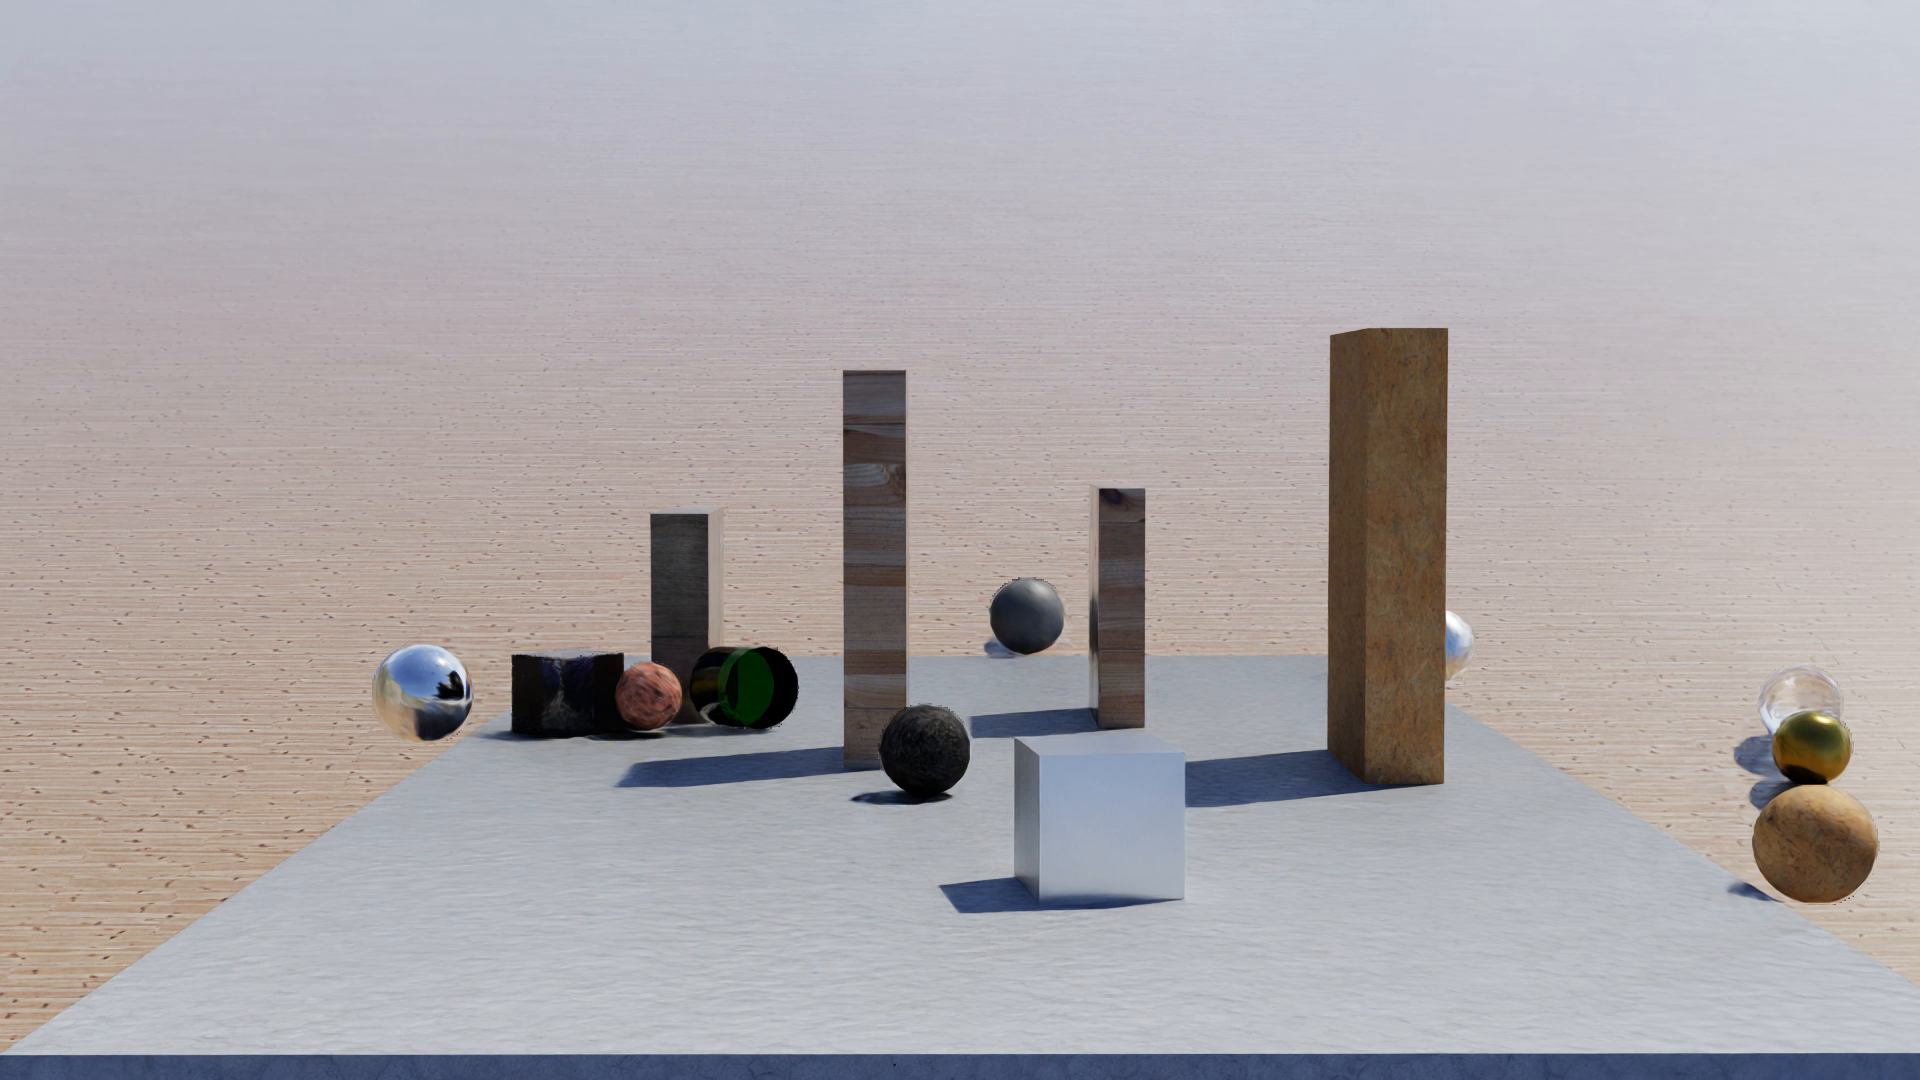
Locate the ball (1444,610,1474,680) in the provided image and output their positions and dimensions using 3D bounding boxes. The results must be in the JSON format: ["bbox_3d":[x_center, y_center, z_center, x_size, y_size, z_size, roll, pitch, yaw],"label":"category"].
[{"bbox_3d":[1.123,0.248,6.033,0.167,0.167,0.167,0,21,0],"label":"ball"}]

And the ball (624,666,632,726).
[{"bbox_3d":[-0.635,0.310,5.096,0.122,0.122,0.122,0,21,0],"label":"ball"}]

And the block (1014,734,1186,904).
[{"bbox_3d":[0.182,0.365,3.397,0.191,0.191,0.191,0,3,-8],"label":"block"}]

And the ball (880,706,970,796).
[{"bbox_3d":[-0.056,0.344,4.204,0.148,0.148,0.148,0,21,0],"label":"ball"}]

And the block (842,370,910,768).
[{"bbox_3d":[-0.150,0.045,4.656,0.110,0.699,0.296,0,3,0],"label":"block"}]

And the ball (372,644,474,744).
[{"bbox_3d":[-1.106,0.317,5.300,0.204,0.204,0.204,0,21,0],"label":"ball"}]

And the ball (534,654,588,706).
[{"bbox_3d":[-0.844,0.297,5.447,0.111,0.111,0.111,0,21,0],"label":"ball"}]

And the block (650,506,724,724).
[{"bbox_3d":[-0.561,0.149,5.319,0.116,0.421,0.344,0,3,0],"label":"block"}]

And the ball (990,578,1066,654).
[{"bbox_3d":[0.173,0.197,6.616,0.194,0.194,0.194,0,21,0],"label":"ball"}]

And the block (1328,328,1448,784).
[{"bbox_3d":[0.748,0.017,4.530,0.134,0.766,0.438,0,3,0],"label":"block"}]

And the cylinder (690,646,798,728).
[{"bbox_3d":[-0.426,0.289,5.063,0.158,0.158,0.158,-14,7,-32],"label":"cylinder"}]

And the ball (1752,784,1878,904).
[{"bbox_3d":[1.128,0.401,3.396,0.157,0.157,0.157,0,21,0],"label":"ball"}]

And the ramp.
[{"bbox_3d":[0.050,0.451,4.532,2.000,0.100,4.000,0,3,0],"label":"ramp"}]

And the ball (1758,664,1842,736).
[{"bbox_3d":[2.042,0.402,6.249,0.195,0.195,0.195,0,21,0],"label":"ball"}]

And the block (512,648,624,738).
[{"bbox_3d":[-0.768,0.298,5.027,0.153,0.153,0.153,3,4,41],"label":"block"}]

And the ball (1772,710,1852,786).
[{"bbox_3d":[2.003,0.490,6.046,0.179,0.179,0.179,0,21,0],"label":"ball"}]

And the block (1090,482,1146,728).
[{"bbox_3d":[0.319,0.126,5.246,0.092,0.474,0.343,0,3,0],"label":"block"}]

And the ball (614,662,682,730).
[{"bbox_3d":[-0.603,0.302,4.974,0.130,0.130,0.130,0,21,0],"label":"ball"}]
